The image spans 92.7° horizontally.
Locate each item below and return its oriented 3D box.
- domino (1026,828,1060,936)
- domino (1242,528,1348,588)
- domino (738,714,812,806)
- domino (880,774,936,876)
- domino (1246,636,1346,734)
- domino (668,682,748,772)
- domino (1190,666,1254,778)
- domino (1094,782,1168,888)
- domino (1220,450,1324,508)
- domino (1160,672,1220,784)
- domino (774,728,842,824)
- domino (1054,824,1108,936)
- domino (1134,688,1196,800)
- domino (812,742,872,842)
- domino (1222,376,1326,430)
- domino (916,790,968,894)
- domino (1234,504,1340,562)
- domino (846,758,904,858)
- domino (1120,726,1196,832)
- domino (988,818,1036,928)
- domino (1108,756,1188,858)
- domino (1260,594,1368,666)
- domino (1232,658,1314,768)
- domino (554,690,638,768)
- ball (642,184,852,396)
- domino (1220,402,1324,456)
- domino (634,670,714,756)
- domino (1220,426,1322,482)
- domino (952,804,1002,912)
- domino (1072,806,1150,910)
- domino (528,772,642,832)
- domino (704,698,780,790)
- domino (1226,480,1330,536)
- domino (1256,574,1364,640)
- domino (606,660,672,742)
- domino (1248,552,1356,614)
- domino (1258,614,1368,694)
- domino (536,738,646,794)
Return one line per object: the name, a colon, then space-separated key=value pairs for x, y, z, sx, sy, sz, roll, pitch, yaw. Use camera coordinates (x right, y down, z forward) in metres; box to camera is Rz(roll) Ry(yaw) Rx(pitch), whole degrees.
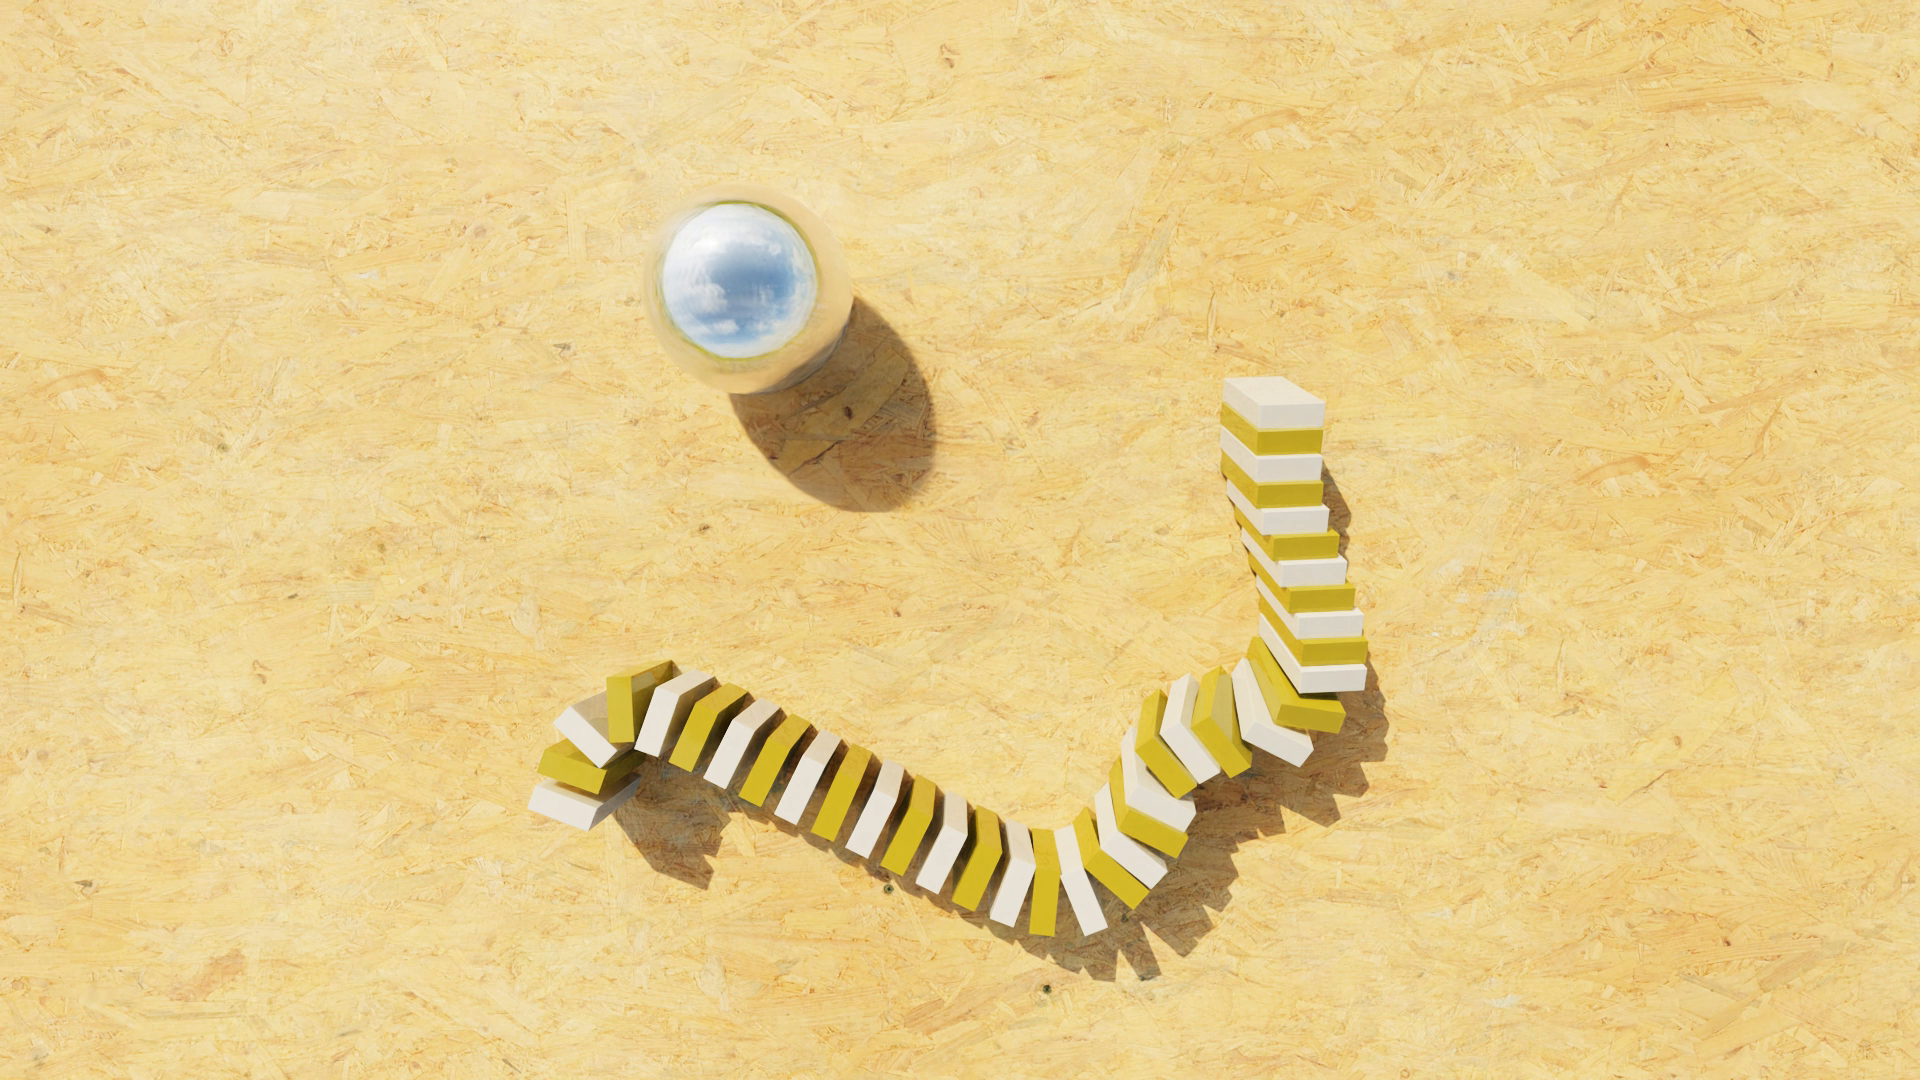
domino: x=0.034 y=0.139 z=0.375 sx=0.009 sy=0.050 sz=0.025 roll=6 pitch=90 yaw=3
domino: x=0.135 y=0.004 z=0.375 sx=0.025 sy=0.050 sz=0.009 roll=-3 pitch=111 yaw=0
domino: x=-0.075 y=0.089 z=0.375 sx=0.009 sy=0.050 sz=0.025 roll=27 pitch=90 yaw=0
domino: x=-0.020 y=0.115 z=0.375 sx=0.009 sy=0.050 sz=0.025 roll=27 pitch=90 yaw=0
domino: x=0.136 y=0.058 z=0.375 sx=0.025 sy=0.050 sz=0.010 roll=9 pitch=115 yaw=0
domino: x=-0.102 y=0.075 z=0.375 sx=0.010 sy=0.050 sz=0.025 roll=25 pitch=90 yaw=0
domino: x=0.109 y=0.073 z=0.375 sx=0.010 sy=0.050 sz=0.025 roll=-39 pitch=90 yaw=25
domino: x=0.069 y=0.119 z=0.375 sx=0.025 sy=0.050 sz=0.010 roll=39 pitch=99 yaw=0
domino: x=0.126 y=-0.026 z=0.375 sx=0.025 sy=0.050 sz=0.009 roll=-2 pitch=112 yaw=0
domino: x=0.096 y=0.076 z=0.375 sx=0.010 sy=0.050 sz=0.025 roll=-38 pitch=90 yaw=23
domino: x=-0.061 y=0.096 z=0.375 sx=0.009 sy=0.050 sz=0.025 roll=26 pitch=90 yaw=0
domino: x=0.049 y=0.138 z=0.375 sx=0.009 sy=0.050 sz=0.025 roll=-22 pitch=90 yaw=3
domino: x=0.085 y=0.082 z=0.375 sx=0.010 sy=0.050 sz=0.025 roll=-41 pitch=90 yaw=20
domino: x=-0.048 y=0.102 z=0.375 sx=0.010 sy=0.050 sz=0.025 roll=24 pitch=90 yaw=0
domino: x=0.127 y=-0.057 z=0.375 sx=0.025 sy=0.050 sz=0.009 roll=-2 pitch=112 yaw=0
domino: x=-0.007 y=0.122 z=0.375 sx=0.009 sy=0.050 sz=0.025 roll=27 pitch=90 yaw=0
domino: x=0.132 y=-0.006 z=0.375 sx=0.025 sy=0.050 sz=0.009 roll=-3 pitch=111 yaw=0
domino: x=-0.034 y=0.108 z=0.375 sx=0.009 sy=0.050 sz=0.025 roll=26 pitch=90 yaw=0
domino: x=0.080 y=0.096 z=0.375 sx=0.025 sy=0.050 sz=0.009 roll=26 pitch=107 yaw=0
domino: x=0.020 y=0.135 z=0.375 sx=0.010 sy=0.050 sz=0.025 roll=21 pitch=90 yaw=0
domino: x=0.076 y=0.108 z=0.375 sx=0.025 sy=0.050 sz=0.010 roll=26 pitch=101 yaw=0
domino: x=0.143 y=0.035 z=0.375 sx=0.025 sy=0.050 sz=0.010 roll=-3 pitch=111 yaw=0
domino: x=0.127 y=0.069 z=0.375 sx=0.025 sy=0.050 sz=0.010 roll=26 pitch=114 yaw=0
domino: x=-0.143 y=0.075 z=0.375 sx=0.025 sy=0.050 sz=0.009 roll=44 pitch=90 yaw=0
ball: x=-0.082 y=-0.097 z=0.360 sx=0.080 sy=0.080 sz=0.080 roll=0 pitch=90 yaw=0
domino: x=0.126 y=-0.047 z=0.375 sx=0.025 sy=0.050 sz=0.010 roll=-2 pitch=112 yaw=0
domino: x=-0.116 y=0.070 z=0.375 sx=0.009 sy=0.050 sz=0.025 roll=19 pitch=90 yaw=0
domino: x=0.126 y=-0.036 z=0.375 sx=0.025 sy=0.050 sz=0.010 roll=-2 pitch=112 yaw=0
domino: x=0.007 y=0.129 z=0.375 sx=0.010 sy=0.050 sz=0.025 roll=25 pitch=90 yaw=0
domino: x=0.061 y=0.129 z=0.375 sx=0.025 sy=0.050 sz=0.010 roll=41 pitch=93 yaw=0
domino: x=-0.152 y=0.103 z=0.375 sx=0.025 sy=0.050 sz=0.009 roll=21 pitch=90 yaw=0
domino: x=-0.088 y=0.082 z=0.375 sx=0.009 sy=0.050 sz=0.025 roll=27 pitch=90 yaw=0
domino: x=0.129 y=-0.016 z=0.375 sx=0.025 sy=0.050 sz=0.009 roll=-2 pitch=111 yaw=1
domino: x=0.142 y=0.024 z=0.375 sx=0.025 sy=0.050 sz=0.009 roll=-3 pitch=111 yaw=0
domino: x=-0.130 y=0.065 z=0.375 sx=0.010 sy=0.050 sz=0.025 roll=-3 pitch=90 yaw=0
domino: x=0.139 y=0.014 z=0.375 sx=0.025 sy=0.050 sz=0.009 roll=-3 pitch=111 yaw=0
domino: x=0.143 y=0.045 z=0.375 sx=0.025 sy=0.050 sz=0.009 roll=-3 pitch=112 yaw=0
domino: x=-0.148 y=0.089 z=0.375 sx=0.025 sy=0.050 sz=0.010 roll=19 pitch=90 yaw=0
